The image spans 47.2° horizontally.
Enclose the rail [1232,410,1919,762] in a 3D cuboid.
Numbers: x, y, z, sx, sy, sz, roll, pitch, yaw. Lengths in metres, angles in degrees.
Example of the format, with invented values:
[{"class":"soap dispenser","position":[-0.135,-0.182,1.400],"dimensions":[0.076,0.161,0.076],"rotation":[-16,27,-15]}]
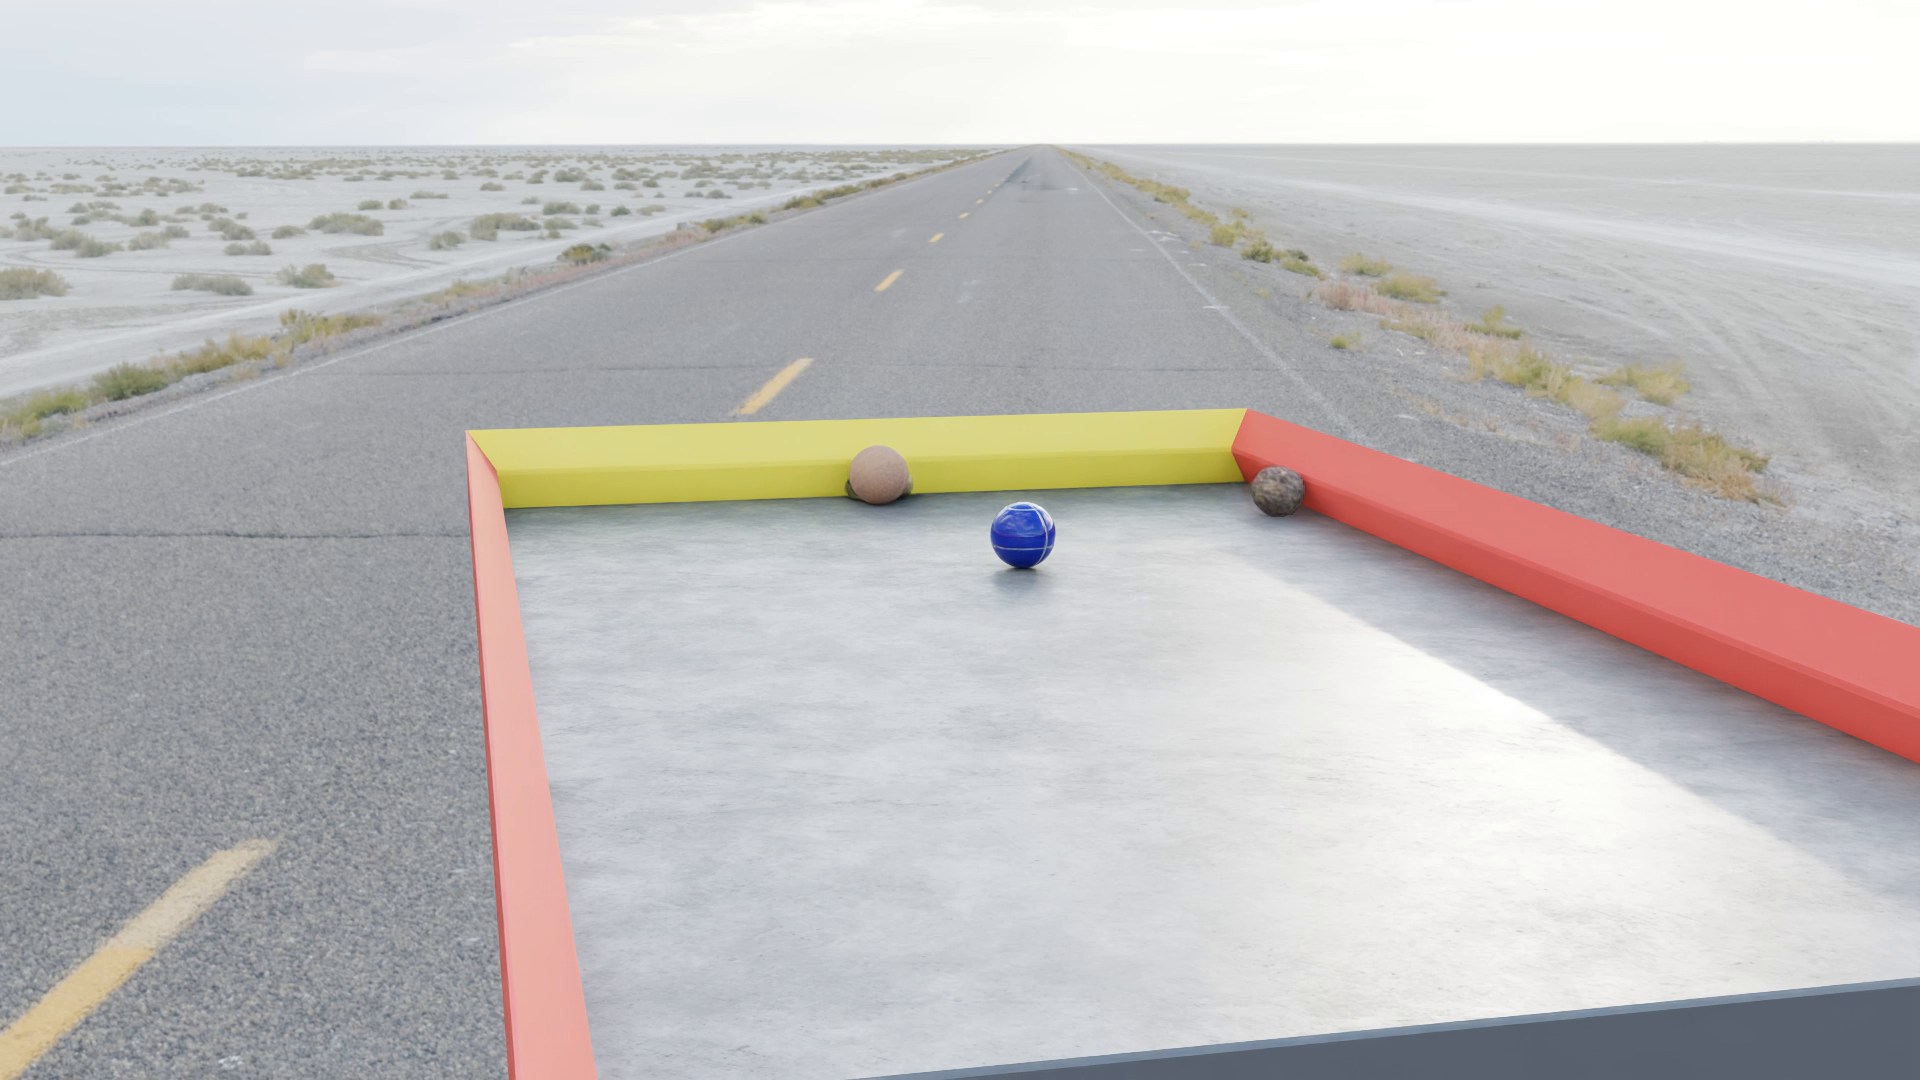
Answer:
[{"class":"rail","position":[0.770,0.058,2.580],"dimensions":[0.045,0.126,2.594],"rotation":[-2,10,-13]}]

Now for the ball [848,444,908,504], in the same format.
[{"class":"ball","position":[-0.132,-0.106,3.586],"dimensions":[0.097,0.097,0.097],"rotation":[0,10,0]}]

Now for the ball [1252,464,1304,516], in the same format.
[{"class":"ball","position":[0.501,-0.078,3.472],"dimensions":[0.081,0.081,0.081],"rotation":[0,10,0]}]

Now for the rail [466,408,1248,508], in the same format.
[{"class":"rail","position":[-0.141,-0.135,3.659],"dimensions":[1.327,0.126,0.045],"rotation":[-2,10,-13]}]

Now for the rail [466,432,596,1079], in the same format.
[{"class":"rail","position":[-0.477,0.109,2.296],"dimensions":[0.045,0.126,2.594],"rotation":[-2,10,-13]}]

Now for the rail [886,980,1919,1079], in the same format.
[{"class":"rail","position":[0.433,0.303,1.217],"dimensions":[1.327,0.126,0.045],"rotation":[-2,10,-13]}]

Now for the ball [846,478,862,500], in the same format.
[{"class":"ball","position":[-0.169,-0.087,3.642],"dimensions":[0.041,0.041,0.041],"rotation":[0,10,0]}]

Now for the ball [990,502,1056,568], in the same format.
[{"class":"ball","position":[0.087,-0.007,3.046],"dimensions":[0.092,0.092,0.092],"rotation":[0,10,0]}]

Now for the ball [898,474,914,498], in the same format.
[{"class":"ball","position":[-0.100,-0.093,3.650],"dimensions":[0.048,0.048,0.048],"rotation":[0,10,0]}]
